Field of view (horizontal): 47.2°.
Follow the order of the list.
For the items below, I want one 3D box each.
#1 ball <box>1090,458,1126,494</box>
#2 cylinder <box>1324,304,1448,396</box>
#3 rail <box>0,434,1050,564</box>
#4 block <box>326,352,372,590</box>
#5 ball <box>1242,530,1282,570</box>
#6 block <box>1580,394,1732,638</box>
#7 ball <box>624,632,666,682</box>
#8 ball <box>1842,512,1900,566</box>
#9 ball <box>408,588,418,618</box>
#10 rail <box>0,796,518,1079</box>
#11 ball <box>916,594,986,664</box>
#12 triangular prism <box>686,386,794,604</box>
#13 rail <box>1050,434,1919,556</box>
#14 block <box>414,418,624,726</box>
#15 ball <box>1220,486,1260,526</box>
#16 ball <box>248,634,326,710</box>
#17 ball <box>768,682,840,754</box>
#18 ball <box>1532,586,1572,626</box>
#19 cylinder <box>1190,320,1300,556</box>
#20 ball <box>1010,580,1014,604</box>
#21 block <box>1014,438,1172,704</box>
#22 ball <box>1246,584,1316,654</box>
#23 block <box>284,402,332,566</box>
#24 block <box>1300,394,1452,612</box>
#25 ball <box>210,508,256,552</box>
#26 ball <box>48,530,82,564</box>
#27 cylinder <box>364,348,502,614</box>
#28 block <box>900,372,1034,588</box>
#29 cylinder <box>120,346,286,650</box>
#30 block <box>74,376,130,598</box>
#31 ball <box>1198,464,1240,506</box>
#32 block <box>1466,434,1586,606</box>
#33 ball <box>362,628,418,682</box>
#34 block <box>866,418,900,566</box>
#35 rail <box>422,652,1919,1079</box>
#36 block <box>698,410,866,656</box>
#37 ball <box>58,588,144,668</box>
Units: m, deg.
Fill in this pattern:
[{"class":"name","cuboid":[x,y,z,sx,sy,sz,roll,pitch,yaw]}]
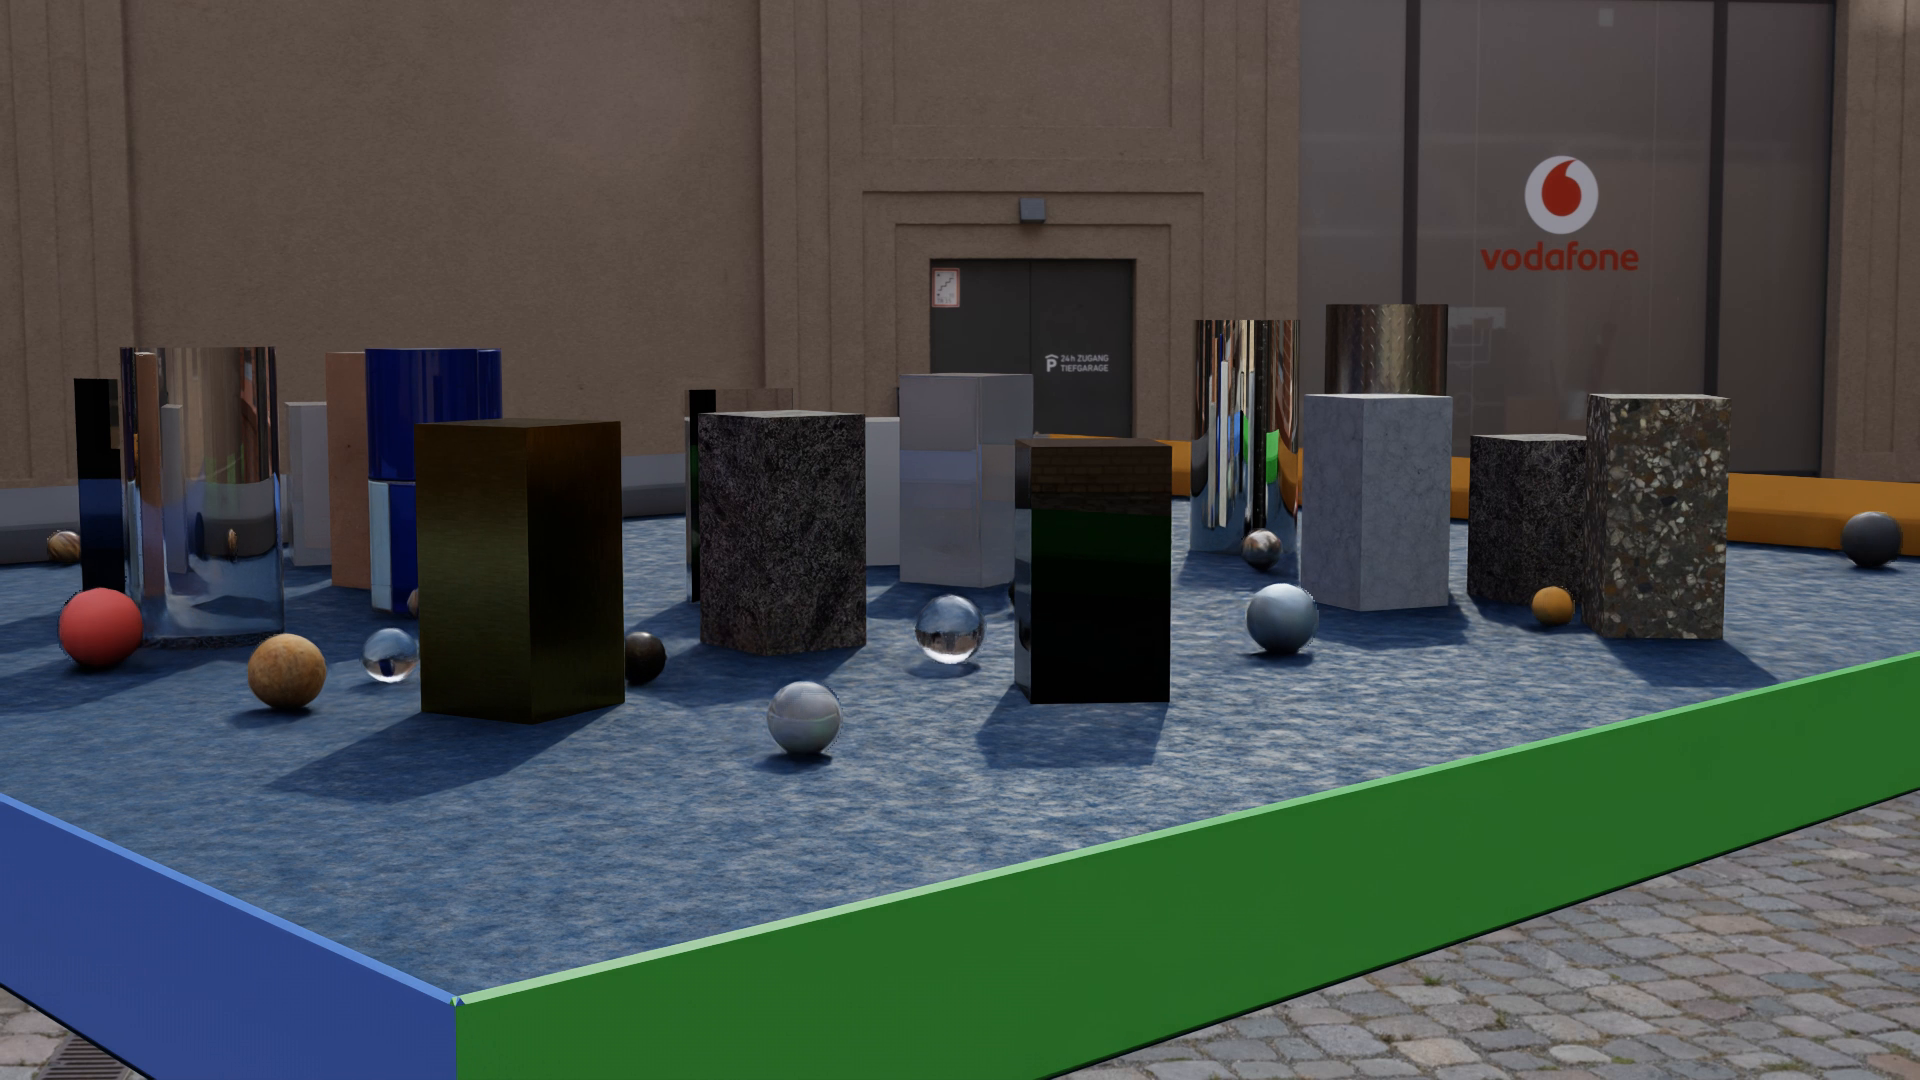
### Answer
[{"class":"ball","cuboid":[0.363,-0.158,5.385,0.088,0.088,0.088,0,6,0]},{"class":"cylinder","cuboid":[0.709,-0.165,3.674,0.200,0.456,0.200,0,6,0]},{"class":"rail","cuboid":[-1.041,-0.083,4.453,3.503,0.130,0.045,-5,8,-42]},{"class":"block","cuboid":[-0.912,-0.116,3.584,0.160,0.378,0.160,4,7,32]},{"class":"ball","cuboid":[0.521,0.017,3.794,0.070,0.070,0.070,0,6,0]},{"class":"block","cuboid":[0.968,-0.037,3.067,0.160,0.327,0.160,1,6,5]},{"class":"ball","cuboid":[-0.384,0.141,2.643,0.062,0.062,0.062,0,6,0]},{"class":"ball","cuboid":[1.592,-0.002,3.843,0.097,0.097,0.097,0,6,0]},{"class":"ball","cuboid":[-0.778,0.091,3.194,0.047,0.047,0.047,0,6,0]},{"class":"rail","cuboid":[-1.270,0.155,2.166,0.045,0.130,3.116,-5,8,-42]},{"class":"ball","cuboid":[-0.012,0.113,2.784,0.088,0.088,0.088,0,6,0]},{"class":"triangular prism","cuboid":[-0.368,-0.075,3.439,0.173,0.326,0.150,-3,7,-26]},{"class":"rail","cuboid":[1.270,-0.087,4.497,0.045,0.130,3.116,-5,8,-42]},{"class":"block","cuboid":[-0.492,0.029,2.465,0.160,0.321,0.160,3,7,30]},{"class":"ball","cuboid":[0.579,-0.069,4.554,0.083,0.083,0.083,0,6,0]},{"class":"ball","cuboid":[-0.754,0.148,2.465,0.084,0.084,0.084,0,6,0]},{"class":"ball","cuboid":[-0.157,0.179,2.215,0.074,0.074,0.074,0,6,0]},{"class":"ball","cuboid":[0.839,0.094,3.117,0.057,0.057,0.057,0,6,0]},{"class":"cylinder","cuboid":[0.531,-0.196,4.104,0.200,0.429,0.200,0,6,0]},{"class":"ball","cuboid":[0.103,0.077,3.253,0.062,0.062,0.062,0,6,0]},{"class":"block","cuboid":[0.153,0.032,2.571,0.160,0.293,0.160,-1,6,-5]},{"class":"ball","cuboid":[0.419,0.102,2.870,0.091,0.091,0.091,0,6,0]},{"class":"block","cuboid":[-1.120,-0.105,3.943,0.160,0.281,0.160,-2,6,-20]},{"class":"block","cuboid":[0.635,-0.062,3.361,0.160,0.316,0.160,-3,7,-24]},{"class":"ball","cuboid":[-1.353,-0.020,4.091,0.082,0.082,0.082,0,6,0]},{"class":"ball","cuboid":[-1.579,0.013,3.885,0.059,0.059,0.059,0,6,0]},{"class":"cylinder","cuboid":[-0.790,-0.094,3.320,0.200,0.389,0.200,0,6,0]},{"class":"block","cuboid":[0.011,-0.103,3.641,0.160,0.341,0.160,4,7,33]},{"class":"cylinder","cuboid":[-1.024,-0.063,2.978,0.200,0.397,0.200,0,6,0]},{"class":"block","cuboid":[-1.229,-0.077,3.370,0.160,0.344,0.160,3,7,25]},{"class":"ball","cuboid":[0.594,-0.127,5.045,0.098,0.098,0.098,0,6,0]},{"class":"block","cuboid":[0.903,-0.035,3.420,0.160,0.250,0.160,-2,6,-17]},{"class":"ball","cuboid":[-0.685,0.138,2.643,0.067,0.067,0.067,0,6,0]},{"class":"block","cuboid":[-0.106,-0.090,3.944,0.160,0.252,0.160,-1,6,-14]},{"class":"rail","cuboid":[1.041,0.150,2.210,3.503,0.130,0.045,-5,8,-42]},{"class":"block","cuboid":[-0.238,-0.015,2.941,0.160,0.309,0.160,-5,8,-39]},{"class":"ball","cuboid":[-1.076,0.110,2.755,0.100,0.100,0.100,0,6,0]}]
